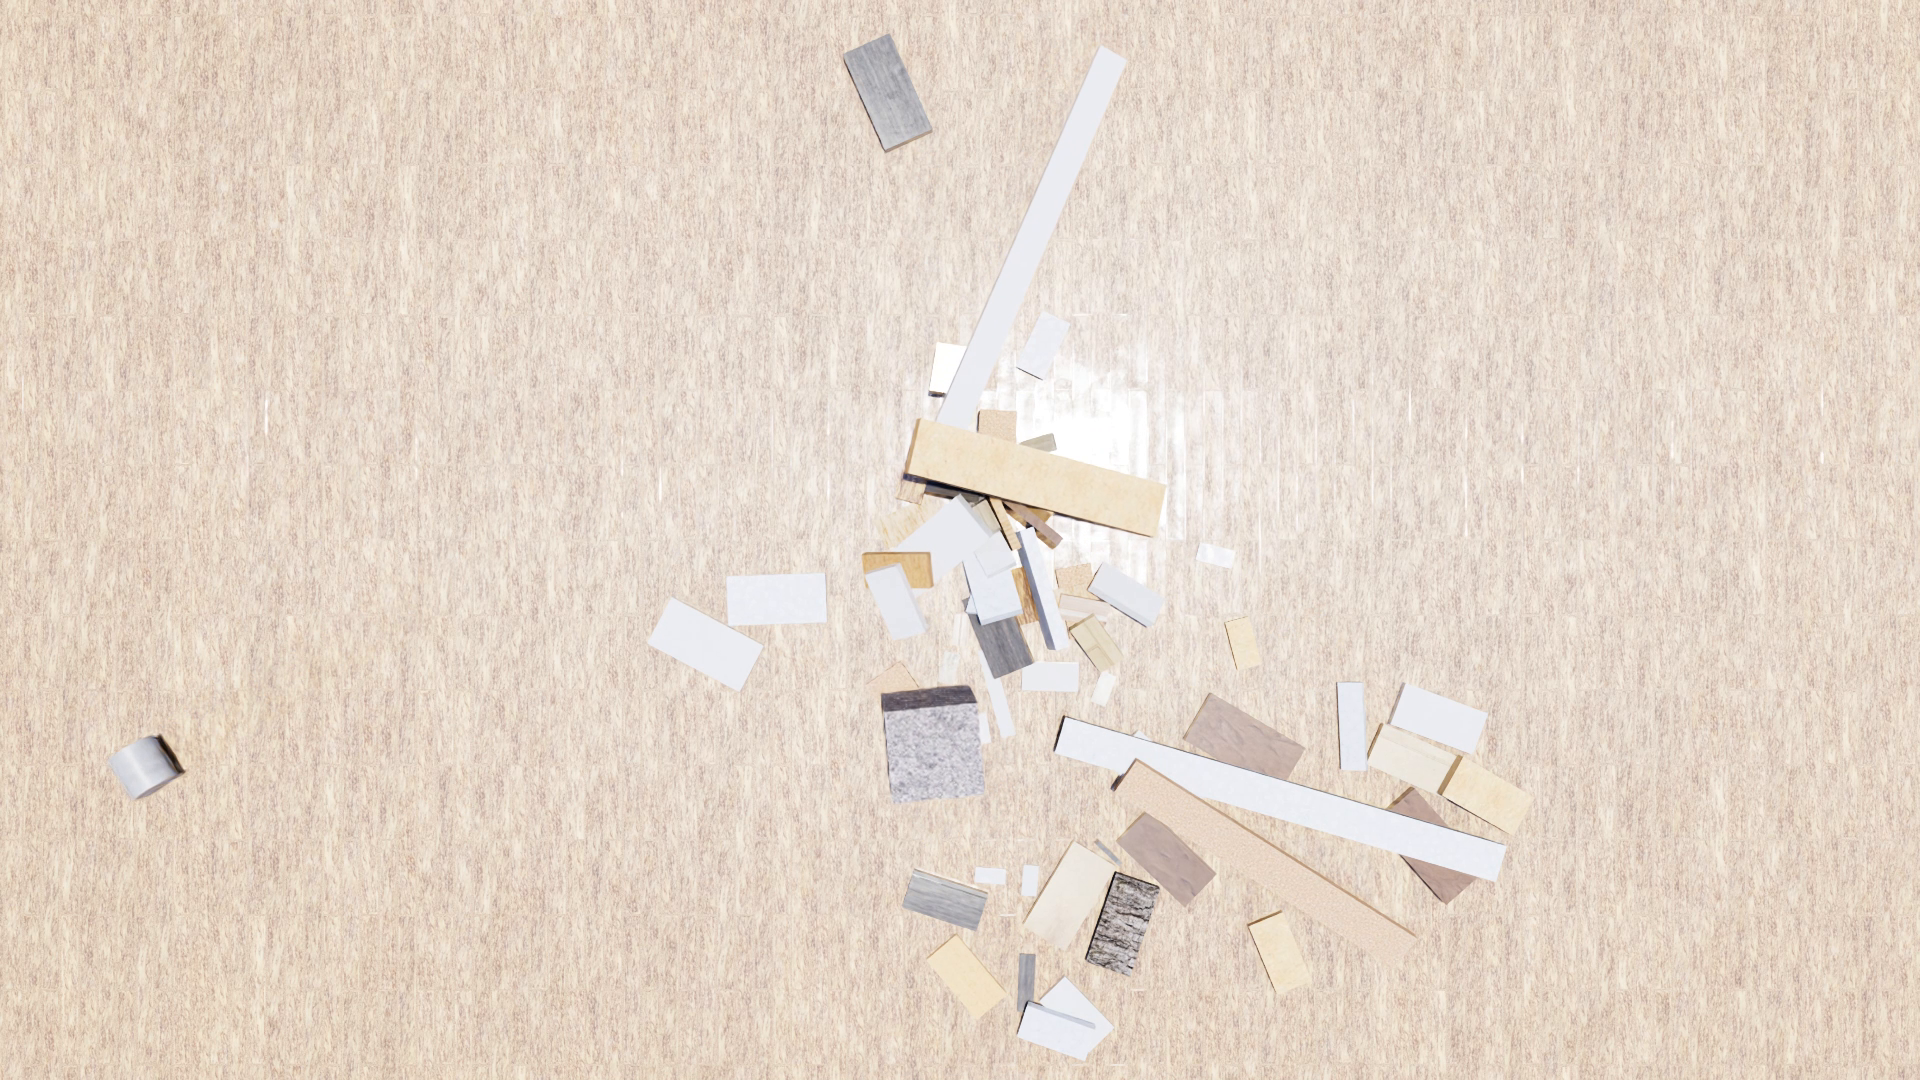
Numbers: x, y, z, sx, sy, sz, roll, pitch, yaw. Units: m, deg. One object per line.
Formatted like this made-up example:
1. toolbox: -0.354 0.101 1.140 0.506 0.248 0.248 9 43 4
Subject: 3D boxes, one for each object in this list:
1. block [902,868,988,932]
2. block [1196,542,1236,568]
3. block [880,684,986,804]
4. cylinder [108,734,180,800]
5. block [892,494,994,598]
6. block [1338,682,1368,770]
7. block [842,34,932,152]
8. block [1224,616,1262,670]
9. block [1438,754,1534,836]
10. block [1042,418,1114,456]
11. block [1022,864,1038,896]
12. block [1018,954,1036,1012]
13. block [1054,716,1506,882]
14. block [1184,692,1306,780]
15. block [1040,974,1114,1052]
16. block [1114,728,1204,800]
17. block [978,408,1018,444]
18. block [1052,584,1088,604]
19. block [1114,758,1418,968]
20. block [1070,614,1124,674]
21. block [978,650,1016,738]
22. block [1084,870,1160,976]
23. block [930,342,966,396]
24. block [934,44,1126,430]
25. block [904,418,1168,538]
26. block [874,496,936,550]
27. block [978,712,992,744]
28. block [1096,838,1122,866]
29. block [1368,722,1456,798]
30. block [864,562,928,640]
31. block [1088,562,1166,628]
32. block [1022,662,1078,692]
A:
1. block: -0.049 1.196 5.482 0.259 0.037 0.130 18 90 0
2. block: 0.850 0.052 5.491 0.122 0.017 0.061 14 90 0
3. block: -0.091 0.652 5.309 0.294 0.294 0.294 -5 97 -4
4. cylinder: -2.682 0.748 5.423 0.154 0.154 0.154 -32 90 0
5. block: -0.074 0.023 5.411 0.345 0.049 0.172 -40 90 23
6. block: 1.302 0.617 5.468 0.082 0.023 0.291 -3 90 32
7. block: -0.240 -1.483 5.476 0.172 0.049 0.347 -24 90 0
8. block: 0.941 0.344 5.488 0.082 0.023 0.165 -15 90 0
9. block: 1.739 0.844 5.456 0.290 0.041 0.145 30 89 -9
10. block: 0.390 -0.340 5.484 0.231 0.033 0.116 -5 90 0
11. block: 0.233 1.133 5.493 0.050 0.014 0.101 5 90 0
12. block: 0.221 1.474 5.492 0.054 0.015 0.191 3 90 0
13. block: 1.053 0.852 5.432 1.506 0.035 0.123 16 92 0
14. block: 0.943 0.674 5.475 0.358 0.051 0.179 30 90 0
15. block: 0.388 1.573 5.483 0.118 0.033 0.236 -44 90 0
16. block: 0.660 0.788 5.478 0.310 0.044 0.155 40 90 0
17. block: 0.124 -0.362 5.438 0.125 0.125 0.125 3 90 0
18. block: 0.361 0.186 5.458 0.122 0.017 0.061 -12 90 0
19. block: 1.008 1.067 5.435 1.109 0.037 0.130 33 103 -3
20. block: 0.453 0.341 5.450 0.094 0.027 0.187 -32 108 12
21. block: 0.122 0.508 5.493 0.048 0.014 0.301 -16 90 0
22. block: 0.540 1.274 5.478 0.155 0.044 0.310 19 90 0
23. block: -0.009 -0.551 5.422 0.156 0.156 0.156 9 90 0
24. block: 0.219 -0.949 5.376 0.103 0.029 1.460 25 82 -16
25. block: 0.254 -0.197 5.340 0.872 0.051 0.179 14 85 -17
26. block: -0.173 -0.059 5.485 0.206 0.029 0.103 -25 90 0
27. block: 0.071 0.628 5.493 0.050 0.014 0.101 -10 90 0
28. block: 0.493 1.037 5.473 0.107 0.054 0.015 43 90 0
29. block: 1.507 0.734 5.479 0.290 0.041 0.145 24 90 0
30. block: -0.209 0.203 5.428 0.123 0.035 0.246 -16 106 25
31. block: 0.551 0.180 5.451 0.241 0.033 0.116 31 52 0
32. block: 0.300 0.454 5.487 0.187 0.027 0.094 2 90 0
